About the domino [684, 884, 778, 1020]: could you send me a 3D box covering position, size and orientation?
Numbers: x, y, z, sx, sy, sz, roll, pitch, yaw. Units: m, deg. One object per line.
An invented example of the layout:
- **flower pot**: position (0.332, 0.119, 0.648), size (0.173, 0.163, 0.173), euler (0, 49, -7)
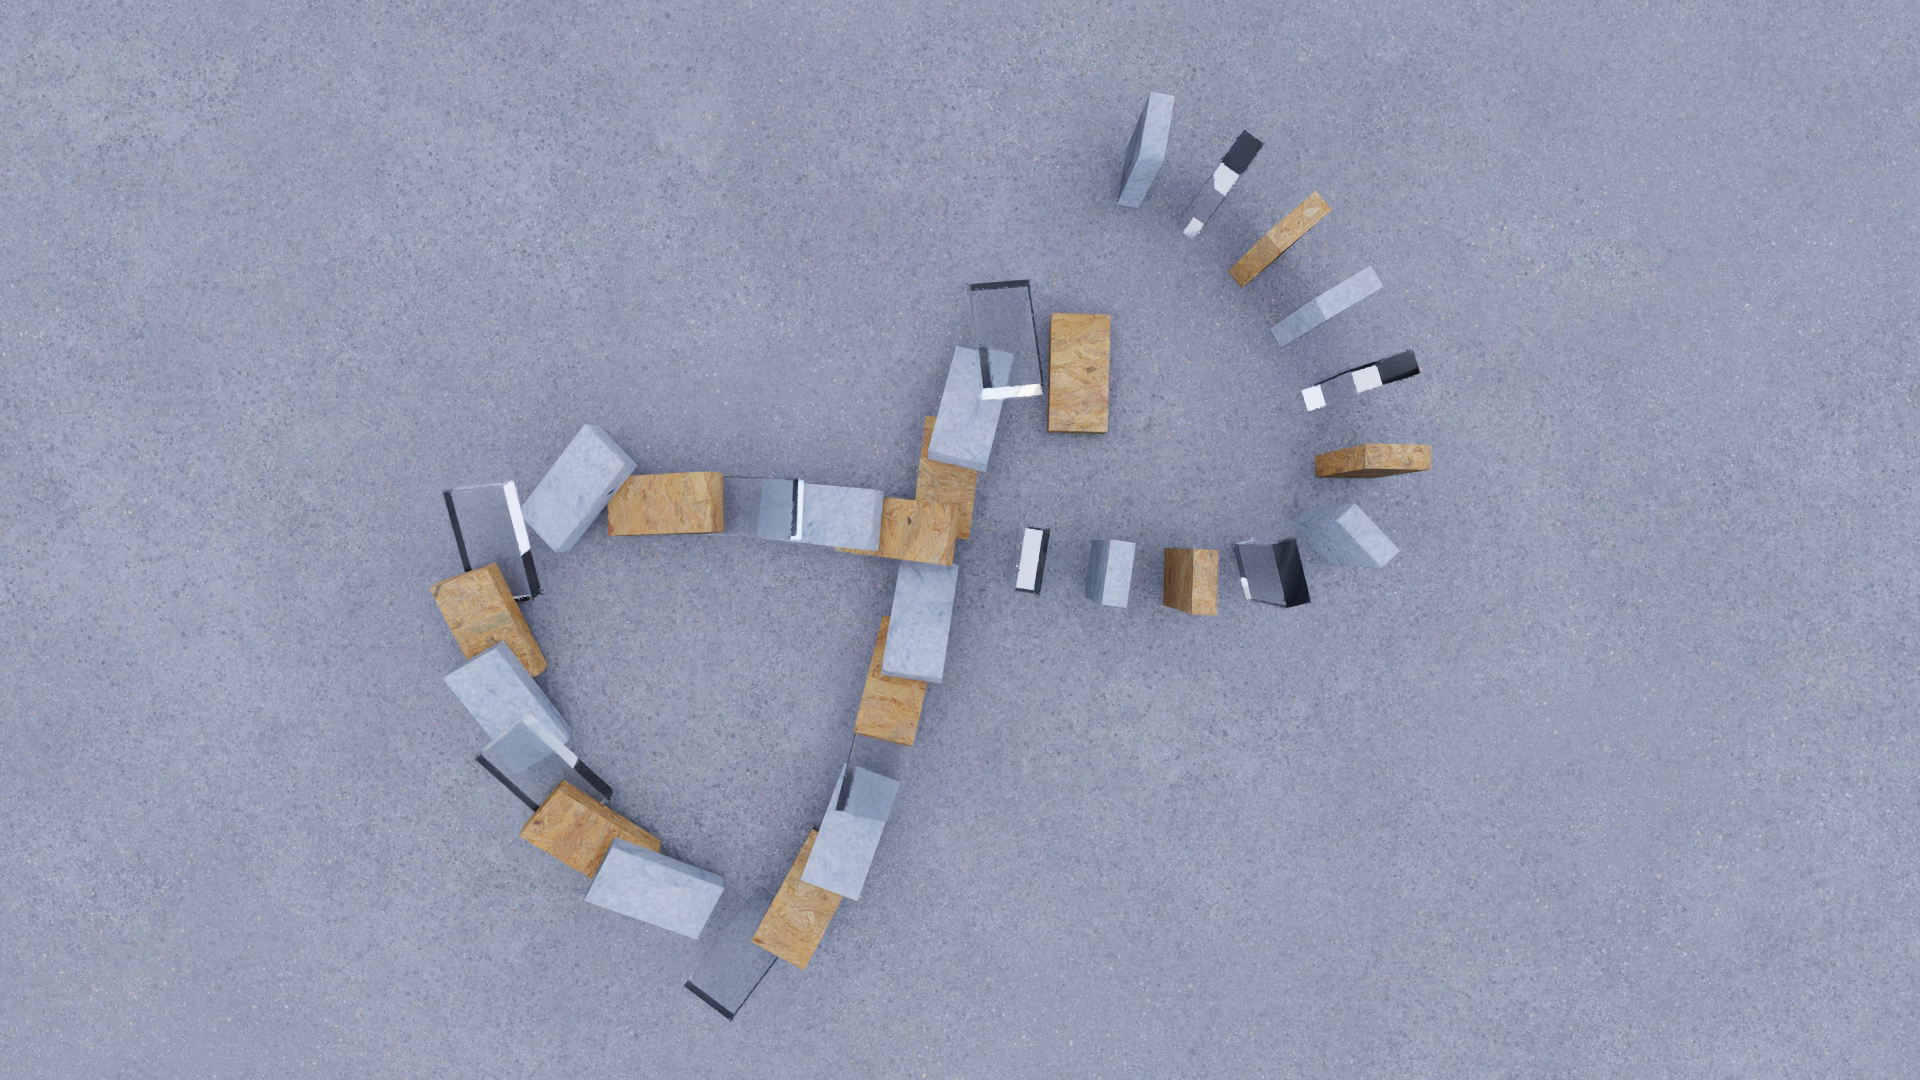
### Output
- **domino**: position (-0.093, 0.178, 0.395), size (0.025, 0.009, 0.050), euler (37, 90, 0)

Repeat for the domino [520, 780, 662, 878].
- **domino**: position (-0.156, 0.126, 0.388), size (0.050, 0.010, 0.025), euler (40, 91, -17)

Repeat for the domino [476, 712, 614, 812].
- **domino**: position (-0.175, 0.100, 0.388), size (0.025, 0.009, 0.050), euler (-39, 108, 0)

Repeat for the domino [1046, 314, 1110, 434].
- **domino**: position (0.051, -0.071, 0.395), size (0.025, 0.010, 0.050), euler (1, 90, 0)

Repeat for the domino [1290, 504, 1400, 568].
- **domino**: position (0.156, -0.002, 0.375), size (0.009, 0.050, 0.025), euler (-44, 90, 0)

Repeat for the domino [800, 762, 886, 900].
- **domino**: position (-0.046, 0.123, 0.388), size (0.025, 0.010, 0.050), euler (20, 73, 0)

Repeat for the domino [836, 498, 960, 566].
- **domino**: position (-0.027, -0.005, 0.387), size (0.050, 0.009, 0.025), euler (7, 88, 19)

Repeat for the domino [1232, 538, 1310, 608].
- **domino**: position (0.127, 0.013, 0.375), size (0.010, 0.050, 0.025), euler (-14, 90, 0)

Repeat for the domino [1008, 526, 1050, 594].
- **domino**: position (0.028, 0.008, 0.375), size (0.010, 0.050, 0.025), euler (9, 90, 0)

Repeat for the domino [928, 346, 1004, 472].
- **domino**: position (0.005, -0.056, 0.387), size (0.025, 0.010, 0.050), euler (13, 72, 2)

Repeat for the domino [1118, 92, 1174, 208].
- **domino**: position (0.075, -0.158, 0.375), size (0.010, 0.050, 0.025), euler (10, 90, 0)

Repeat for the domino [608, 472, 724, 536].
- **domino**: position (-0.125, -0.015, 0.388), size (0.050, 0.010, 0.025), euler (-2, 89, 17)

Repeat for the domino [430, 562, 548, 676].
- **domino**: position (-0.199, 0.037, 0.388), size (0.025, 0.009, 0.050), euler (-19, 107, 0)

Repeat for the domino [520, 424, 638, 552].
- **domino**: position (-0.162, -0.022, 0.389), size (0.025, 0.010, 0.050), euler (44, 101, 9)

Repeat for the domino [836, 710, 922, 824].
- **domino**: position (-0.034, 0.092, 0.388), size (0.025, 0.009, 0.050), euler (13, 73, 0)

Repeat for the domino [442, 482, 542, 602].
- **domino**: position (-0.198, 0.002, 0.388), size (0.025, 0.010, 0.050), euler (-6, 107, 0)

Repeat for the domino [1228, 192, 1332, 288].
- **domino**: position (0.130, -0.122, 0.375), size (0.025, 0.050, 0.010), euler (-40, 90, 0)

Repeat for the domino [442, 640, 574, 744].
- **domino**: position (-0.190, 0.070, 0.388), size (0.025, 0.009, 0.050), euler (-29, 108, 0)

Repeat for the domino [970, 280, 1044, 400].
- **domino**: position (0.019, -0.085, 0.387), size (0.025, 0.010, 0.050), euler (-5, 72, -3)

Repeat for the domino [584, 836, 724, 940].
- **domino**: position (-0.129, 0.148, 0.388), size (0.050, 0.010, 0.025), euler (28, 91, -17)

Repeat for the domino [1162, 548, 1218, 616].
- **domino**: position (0.094, 0.016, 0.375), size (0.009, 0.050, 0.025), euler (2, 90, 0)

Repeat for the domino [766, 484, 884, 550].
- **domino**: position (-0.058, -0.010, 0.387), size (0.050, 0.010, 0.025), euler (6, 90, 19)

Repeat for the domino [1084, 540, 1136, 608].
- **domino**: position (0.061, 0.013, 0.375), size (0.010, 0.050, 0.025), euler (8, 90, 0)

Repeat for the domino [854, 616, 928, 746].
- **domino**: position (-0.026, 0.060, 0.388), size (0.025, 0.009, 0.050), euler (13, 73, 0)

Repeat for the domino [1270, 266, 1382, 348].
- **domino**: position (0.149, -0.095, 0.375), size (0.025, 0.050, 0.009), euler (-30, 90, 0)

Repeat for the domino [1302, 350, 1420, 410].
- **domino**: position (0.163, -0.065, 0.375), size (0.025, 0.050, 0.009), euler (-17, 90, 0)

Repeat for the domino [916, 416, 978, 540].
- **domino**: position (-0.005, -0.027, 0.395), size (0.025, 0.009, 0.050), euler (7, 90, 0)

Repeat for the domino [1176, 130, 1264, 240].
- **domino**: position (0.105, -0.144, 0.375), size (0.009, 0.050, 0.025), euler (36, 90, 0)

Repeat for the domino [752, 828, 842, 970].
- **domino**: position (-0.064, 0.151, 0.389), size (0.025, 0.009, 0.050), euler (29, 74, 0)

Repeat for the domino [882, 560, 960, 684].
- **domino**: position (-0.016, 0.033, 0.386), size (0.025, 0.010, 0.050), euler (9, 68, 0)

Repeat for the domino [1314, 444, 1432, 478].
- **domino**: position (0.168, -0.032, 0.375), size (0.025, 0.050, 0.009), euler (1, 90, 0)

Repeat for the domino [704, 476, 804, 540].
- **domino**: position (-0.091, -0.014, 0.388), size (0.050, 0.010, 0.025), euler (3, 90, 17)
